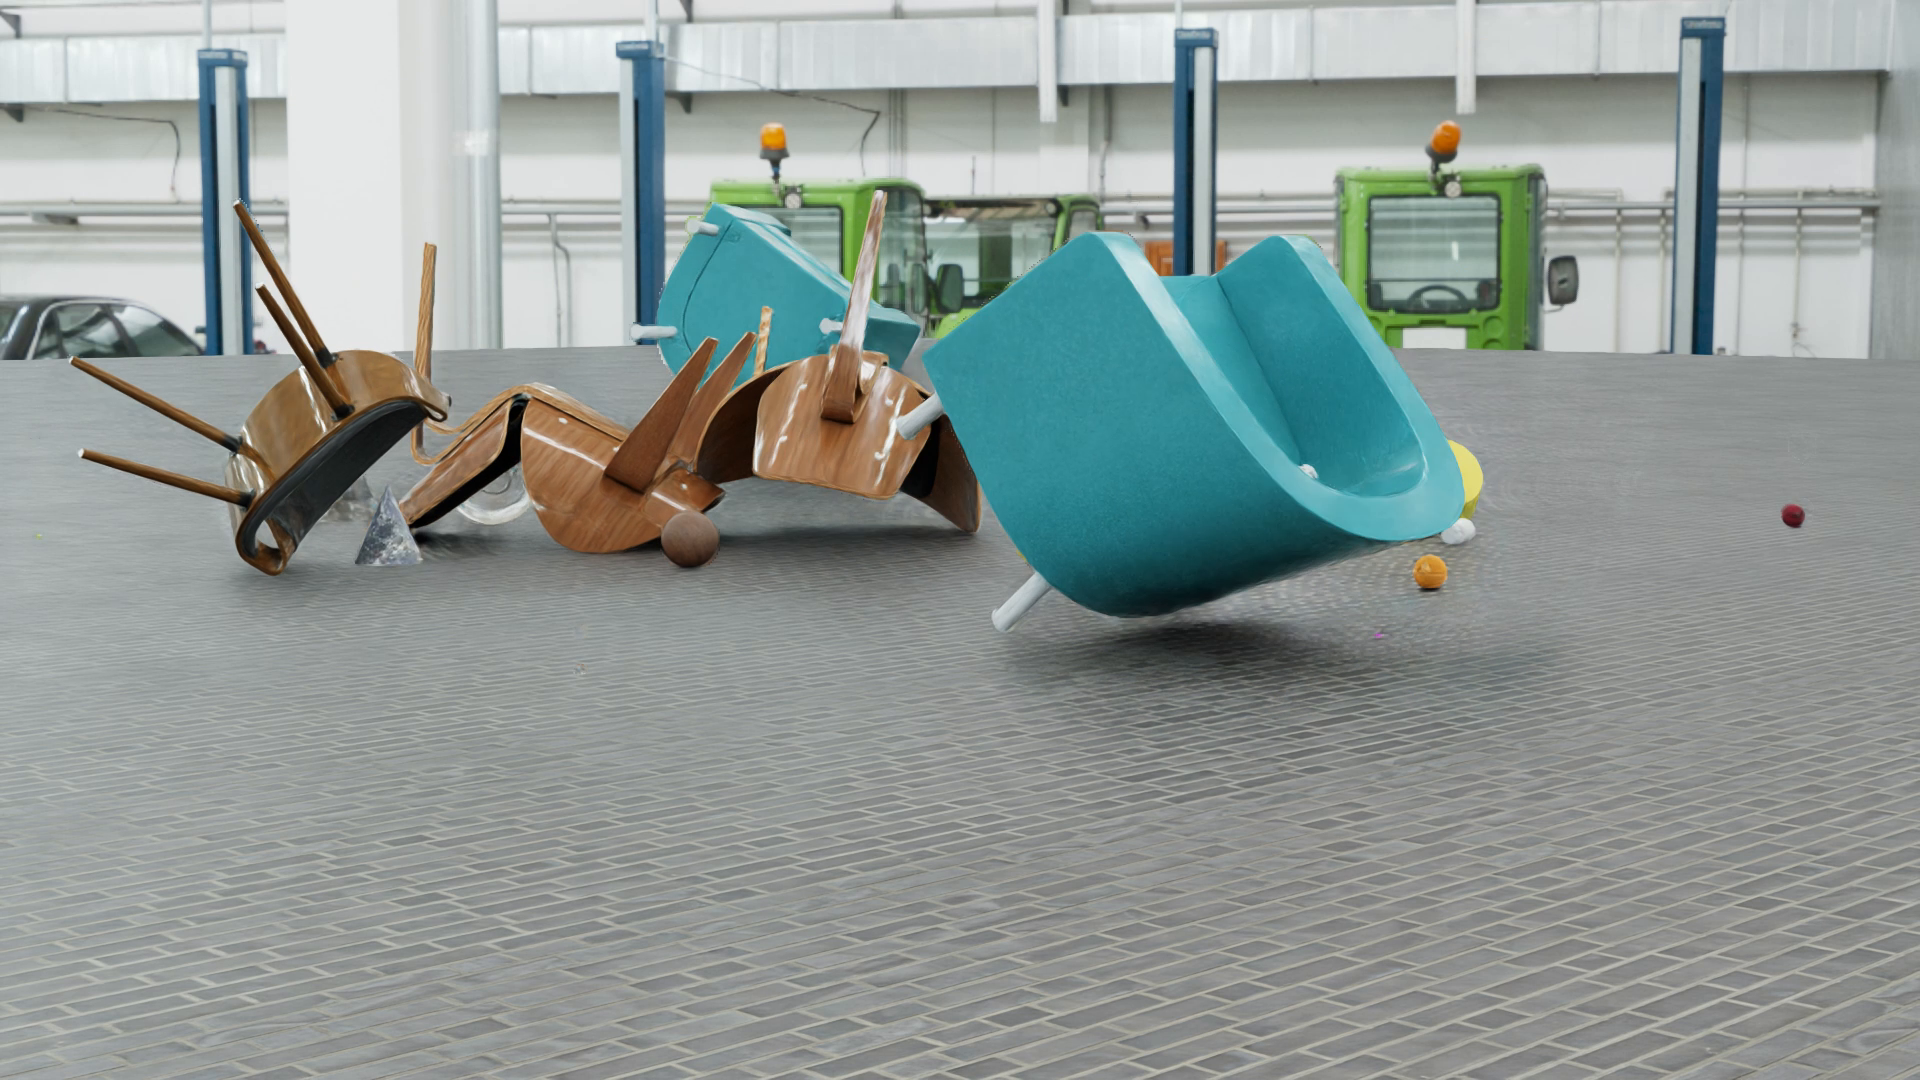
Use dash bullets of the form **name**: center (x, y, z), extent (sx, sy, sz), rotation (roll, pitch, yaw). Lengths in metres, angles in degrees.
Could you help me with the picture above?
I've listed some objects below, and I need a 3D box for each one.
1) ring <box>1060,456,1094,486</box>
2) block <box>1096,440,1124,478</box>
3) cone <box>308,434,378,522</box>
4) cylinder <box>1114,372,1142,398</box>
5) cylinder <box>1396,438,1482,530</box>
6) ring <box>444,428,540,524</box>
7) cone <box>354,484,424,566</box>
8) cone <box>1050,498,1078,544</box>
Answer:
- **ring**: center (0.369, -0.216, 8.037), extent (0.121, 0.074, 0.083), rotation (-22, 29, -27)
- **block**: center (0.486, -0.264, 8.306), extent (0.063, 0.092, 0.064), rotation (38, 67, 21)
- **cone**: center (-1.675, -0.177, 6.988), extent (0.206, 0.235, 0.250), rotation (-1, 6, -13)
- **cylinder**: center (0.567, -0.520, 8.644), extent (0.075, 0.061, 0.047), rotation (31, -34, -15)
- **cylinder**: center (1.239, -0.145, 6.636), extent (0.213, 0.181, 0.160), rotation (31, -16, 15)
- **ring**: center (-1.241, -0.169, 6.813), extent (0.250, 0.256, 0.051), rotation (-3, -2, -12)
- **cone**: center (-1.310, -0.038, 5.882), extent (0.157, 0.185, 0.133), rotation (-1, 6, -9)
- **cone**: center (0.264, -0.044, 6.304), extent (0.062, 0.121, 0.050), rotation (20, -1, -13)
